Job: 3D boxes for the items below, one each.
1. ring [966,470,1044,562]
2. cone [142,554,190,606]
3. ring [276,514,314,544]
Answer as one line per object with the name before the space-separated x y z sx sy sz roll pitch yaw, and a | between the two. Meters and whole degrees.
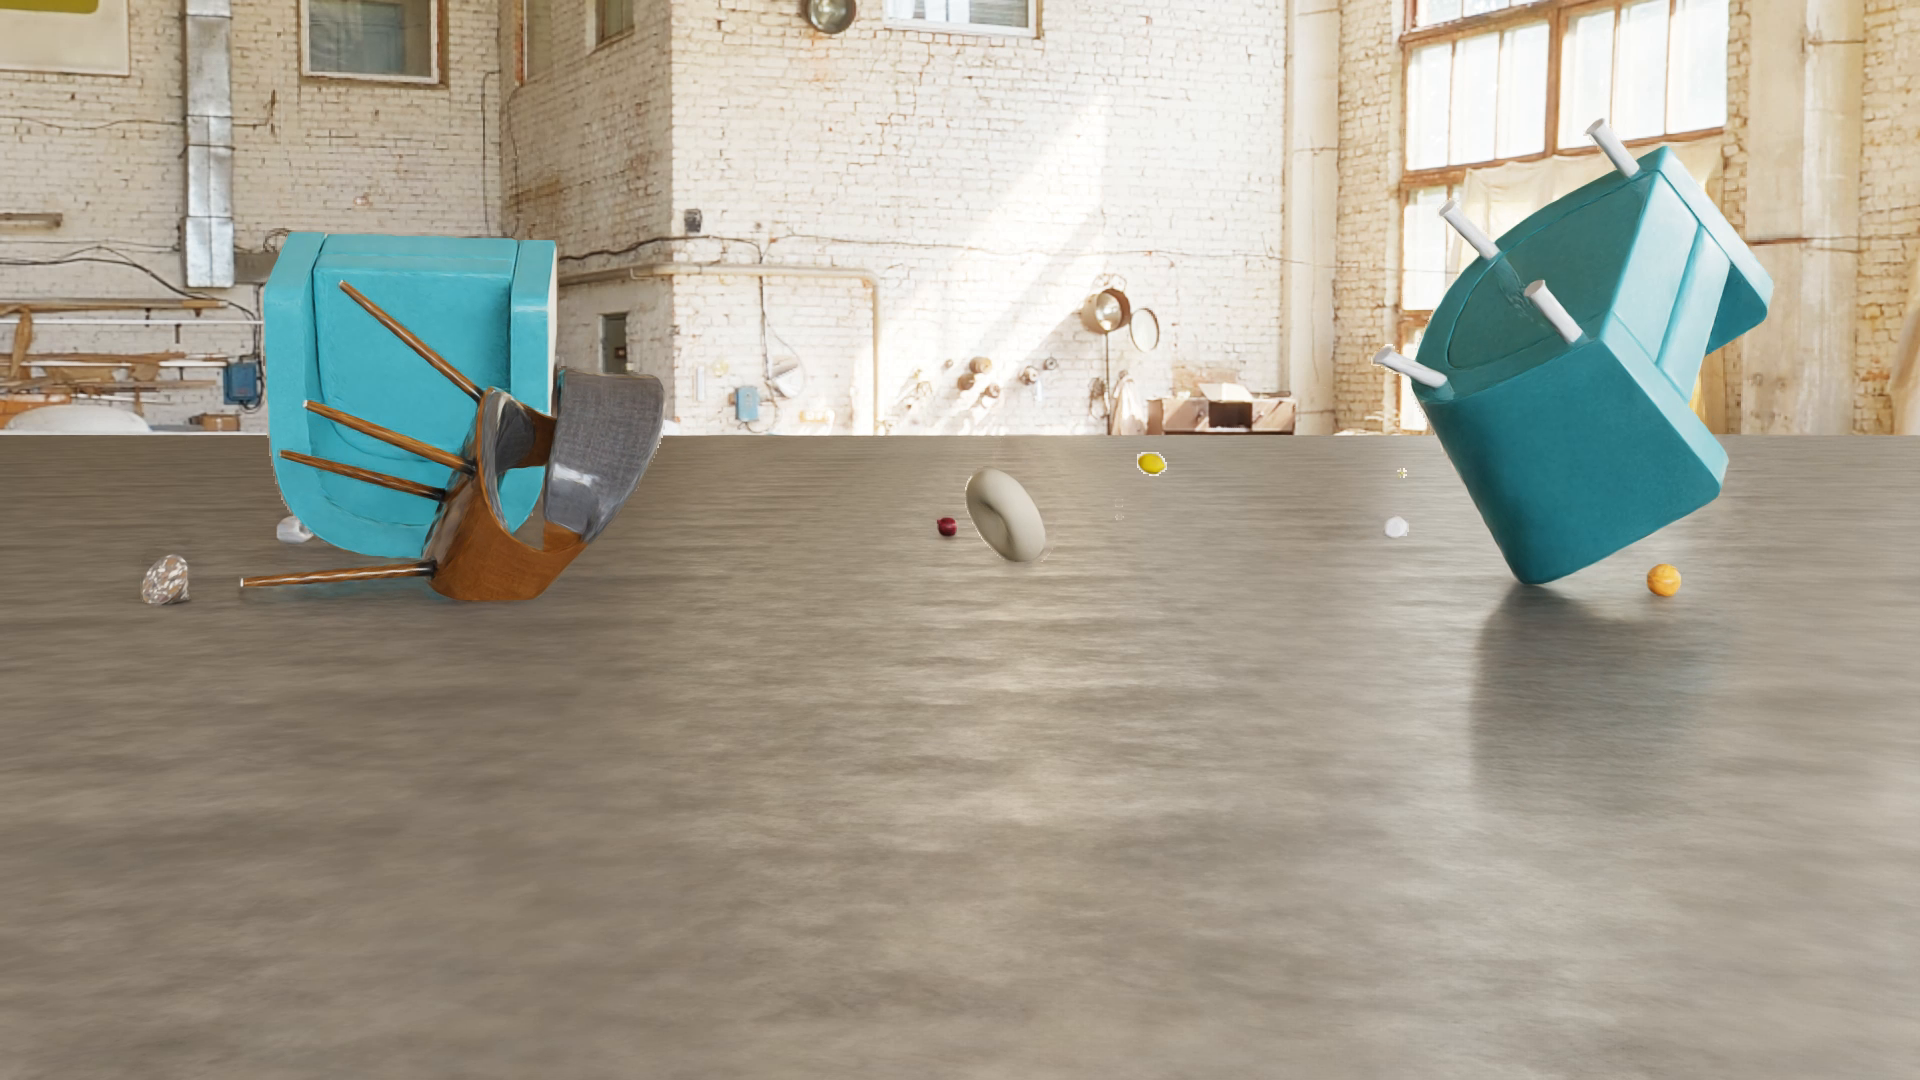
ring | 0.118 -0.062 5.696 0.092 0.272 0.264 -34 43 -20
cone | -1.649 0.106 4.633 0.111 0.127 0.085 -24 -40 9
ring | -1.920 -0.030 6.356 0.074 0.083 0.121 -11 13 20
